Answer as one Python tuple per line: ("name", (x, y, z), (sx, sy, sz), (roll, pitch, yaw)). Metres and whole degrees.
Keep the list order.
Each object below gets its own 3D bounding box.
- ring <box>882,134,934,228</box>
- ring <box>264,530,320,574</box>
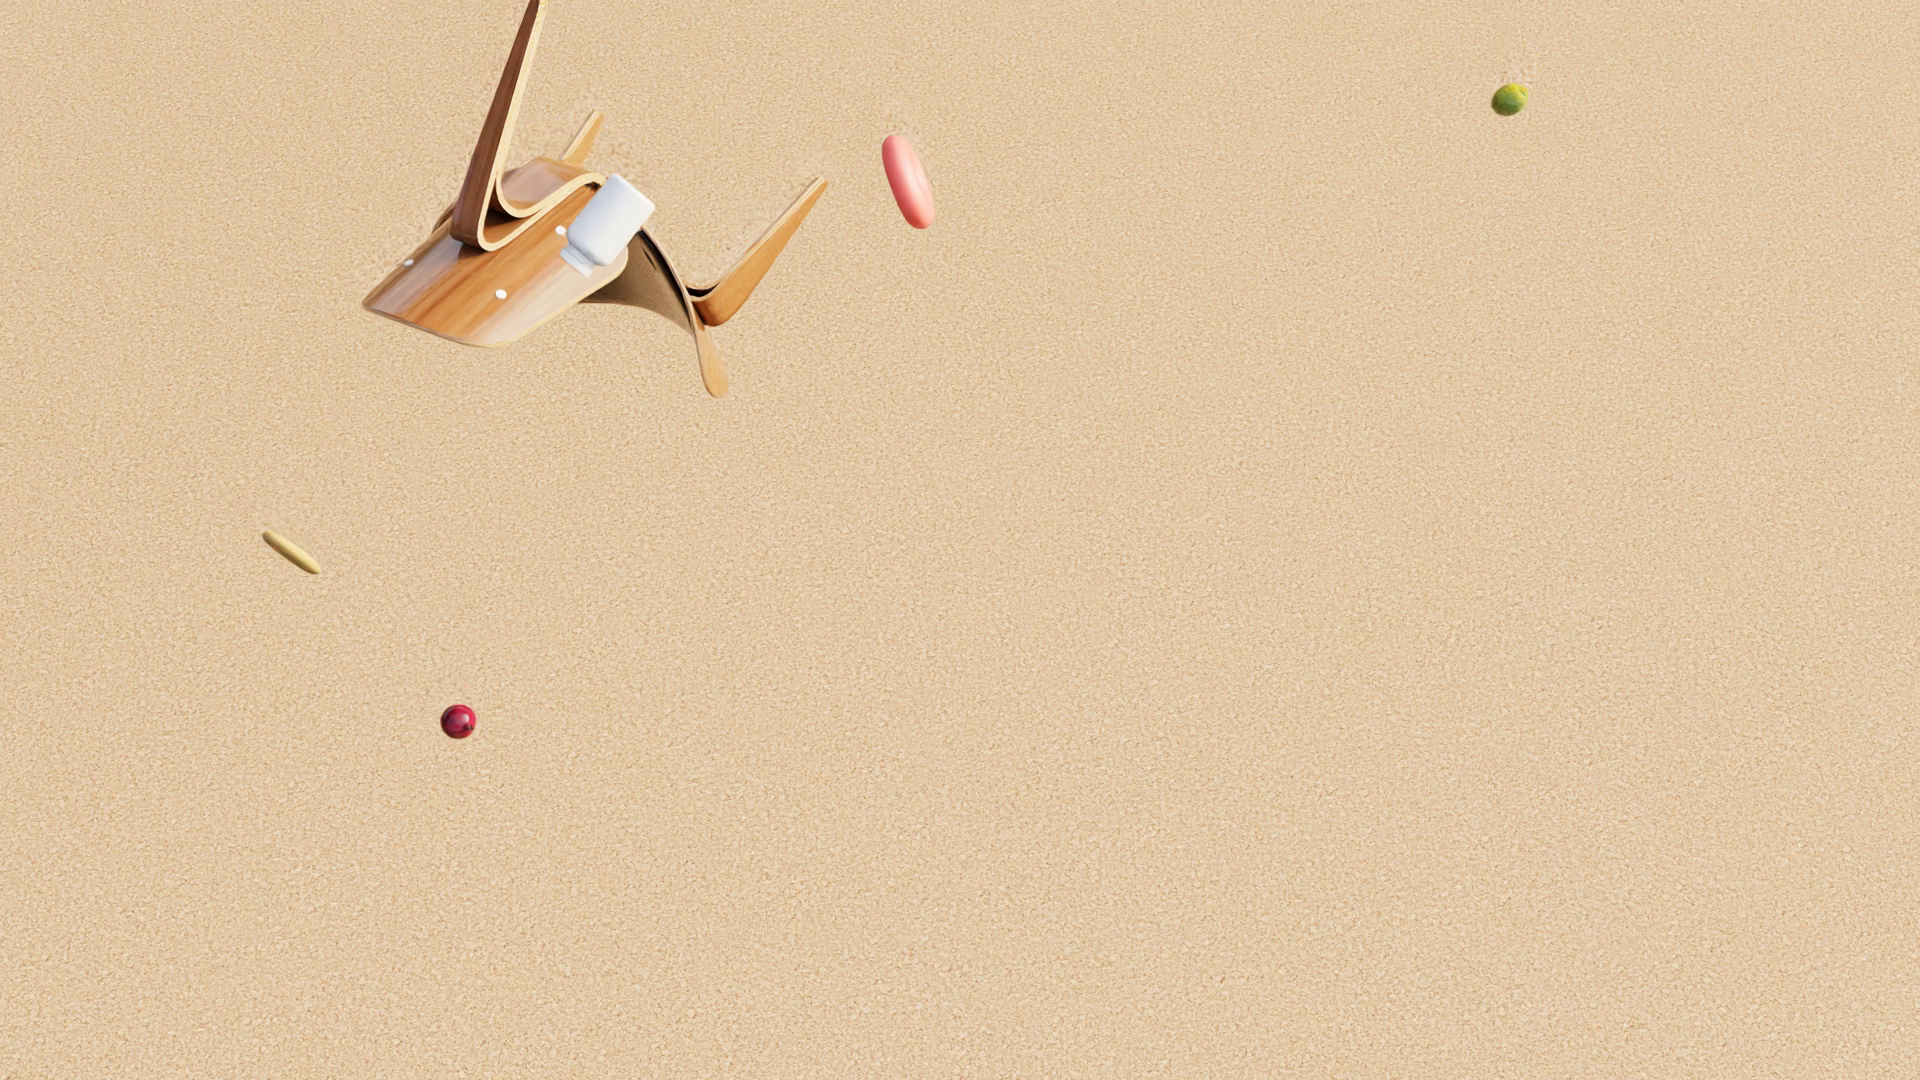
("ring", (-0.092, -0.636, 3.903), (0.050, 0.175, 0.178), (-19, 24, 9))
("ring", (-1.048, 0.020, 3.449), (0.098, 0.113, 0.021), (25, 74, 30))
